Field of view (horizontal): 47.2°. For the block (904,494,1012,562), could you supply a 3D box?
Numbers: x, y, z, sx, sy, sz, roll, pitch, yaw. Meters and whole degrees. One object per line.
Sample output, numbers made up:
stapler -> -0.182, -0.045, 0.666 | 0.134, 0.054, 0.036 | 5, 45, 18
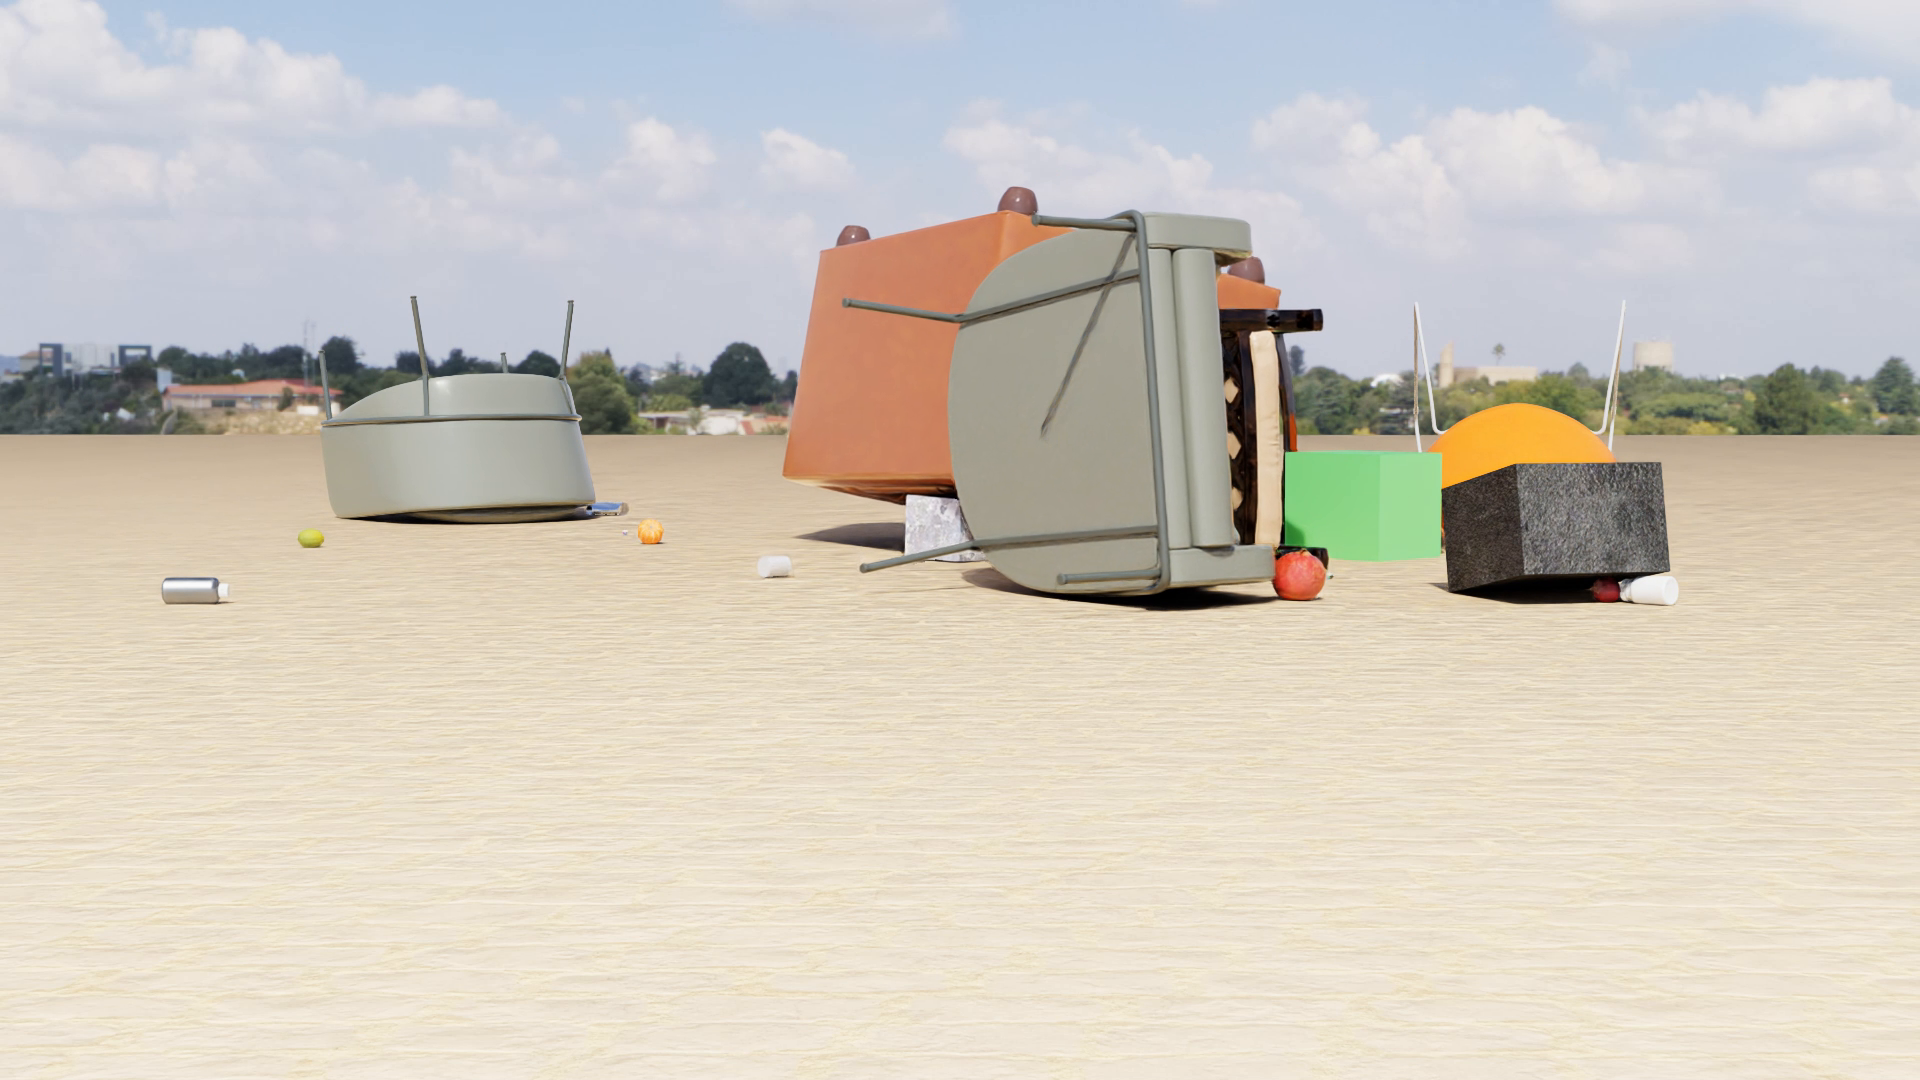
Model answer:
block -> -0.004, -0.034, 5.802 | 0.193, 0.162, 0.200 | 5, 5, 42

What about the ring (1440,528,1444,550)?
ring -> 1.228, -0.010, 6.112 | 0.196, 0.082, 0.345 | -2, 5, -19

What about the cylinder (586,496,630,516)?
cylinder -> -1.251, -0.110, 7.815 | 0.118, 0.046, 0.121 | 21, 19, 12

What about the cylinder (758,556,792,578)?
cylinder -> -0.443, 0.063, 5.249 | 0.056, 0.051, 0.062 | -1, -11, -35

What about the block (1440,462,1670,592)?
block -> 1.275, -0.024, 4.736 | 0.334, 0.231, 0.353 | -1, -7, -13

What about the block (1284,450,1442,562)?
block -> 1.082, -0.096, 5.909 | 0.260, 0.278, 0.321 | -3, 5, -40
